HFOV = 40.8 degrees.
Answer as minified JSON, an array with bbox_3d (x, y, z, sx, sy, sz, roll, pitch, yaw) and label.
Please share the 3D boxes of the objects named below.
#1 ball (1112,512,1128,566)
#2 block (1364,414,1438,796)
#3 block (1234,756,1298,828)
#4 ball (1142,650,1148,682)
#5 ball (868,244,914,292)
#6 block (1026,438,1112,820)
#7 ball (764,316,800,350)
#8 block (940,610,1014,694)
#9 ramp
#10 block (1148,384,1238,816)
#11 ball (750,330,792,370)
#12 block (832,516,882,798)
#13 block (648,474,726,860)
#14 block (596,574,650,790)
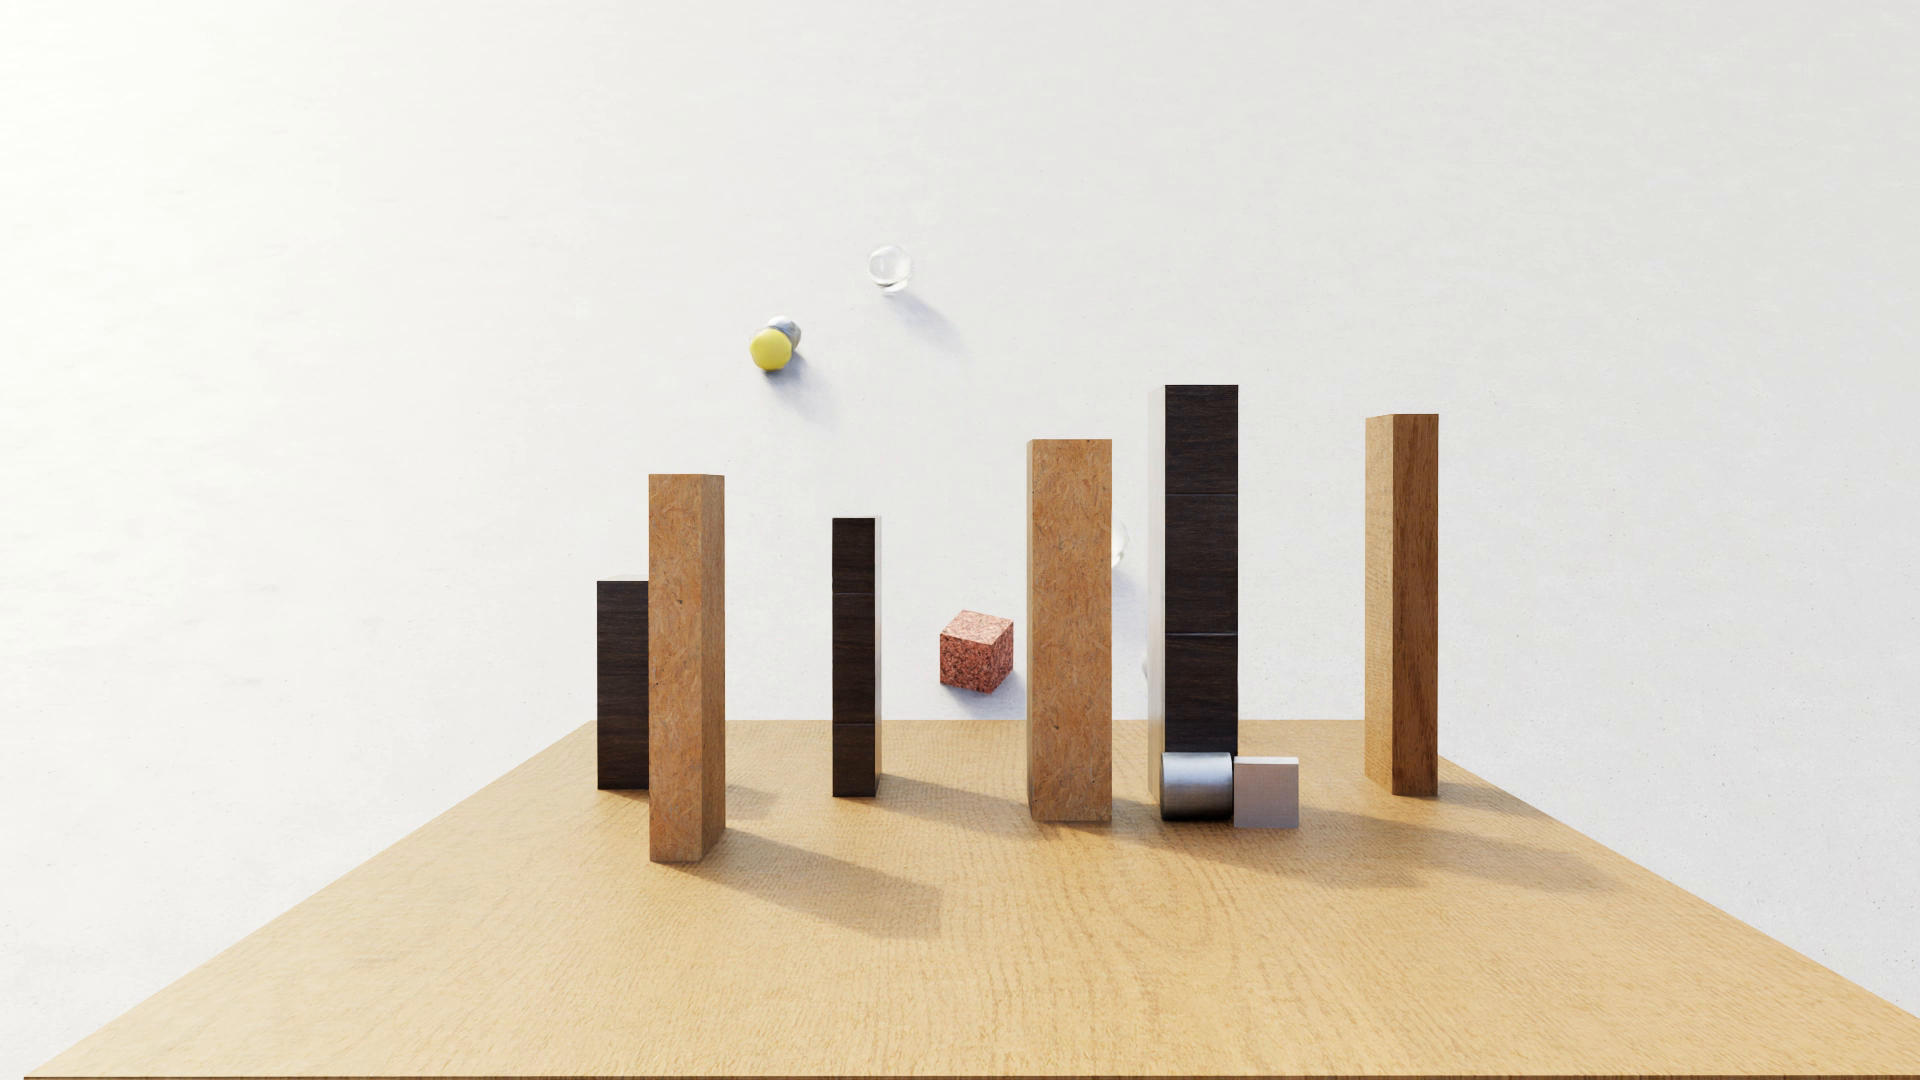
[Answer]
[{"bbox_3d":[0.398,-0.002,7.490,0.184,0.184,0.184,0,27,0],"label":"ball"},{"bbox_3d":[0.873,0.120,5.114,0.088,0.732,0.335,0,1,0],"label":"block"},{"bbox_3d":[0.537,0.442,4.530,0.112,0.112,0.112,0,1,6],"label":"block"},{"bbox_3d":[0.559,0.334,6.859,0.152,0.152,0.152,0,27,0],"label":"ball"},{"bbox_3d":[-0.253,-0.999,9.478,0.172,0.172,0.172,0,27,0],"label":"ball"},{"bbox_3d":[0.199,0.155,4.767,0.141,0.676,0.400,0,1,0],"label":"block"},{"bbox_3d":[-0.616,-0.714,8.961,0.128,0.128,0.128,0,27,0],"label":"ball"},{"bbox_3d":[0.045,0.299,6.931,0.150,0.150,0.150,12,29,22],"label":"block"},{"bbox_3d":[0.061,0.547,4.583,2.000,0.100,4.000,0,1,0],"label":"ramp"},{"bbox_3d":[0.434,0.104,4.847,0.132,0.775,0.410,0,1,0],"label":"block"},{"bbox_3d":[-0.646,-0.649,8.819,0.143,0.143,0.143,0,27,0],"label":"ball"},{"bbox_3d":[-0.203,0.220,5.136,0.083,0.533,0.427,0,1,0],"label":"block"},{"bbox_3d":[-0.450,0.197,4.282,0.083,0.612,0.417,0,1,0],"label":"block"},{"bbox_3d":[-0.656,0.280,5.235,0.110,0.409,0.366,0,1,0],"label":"block"}]
